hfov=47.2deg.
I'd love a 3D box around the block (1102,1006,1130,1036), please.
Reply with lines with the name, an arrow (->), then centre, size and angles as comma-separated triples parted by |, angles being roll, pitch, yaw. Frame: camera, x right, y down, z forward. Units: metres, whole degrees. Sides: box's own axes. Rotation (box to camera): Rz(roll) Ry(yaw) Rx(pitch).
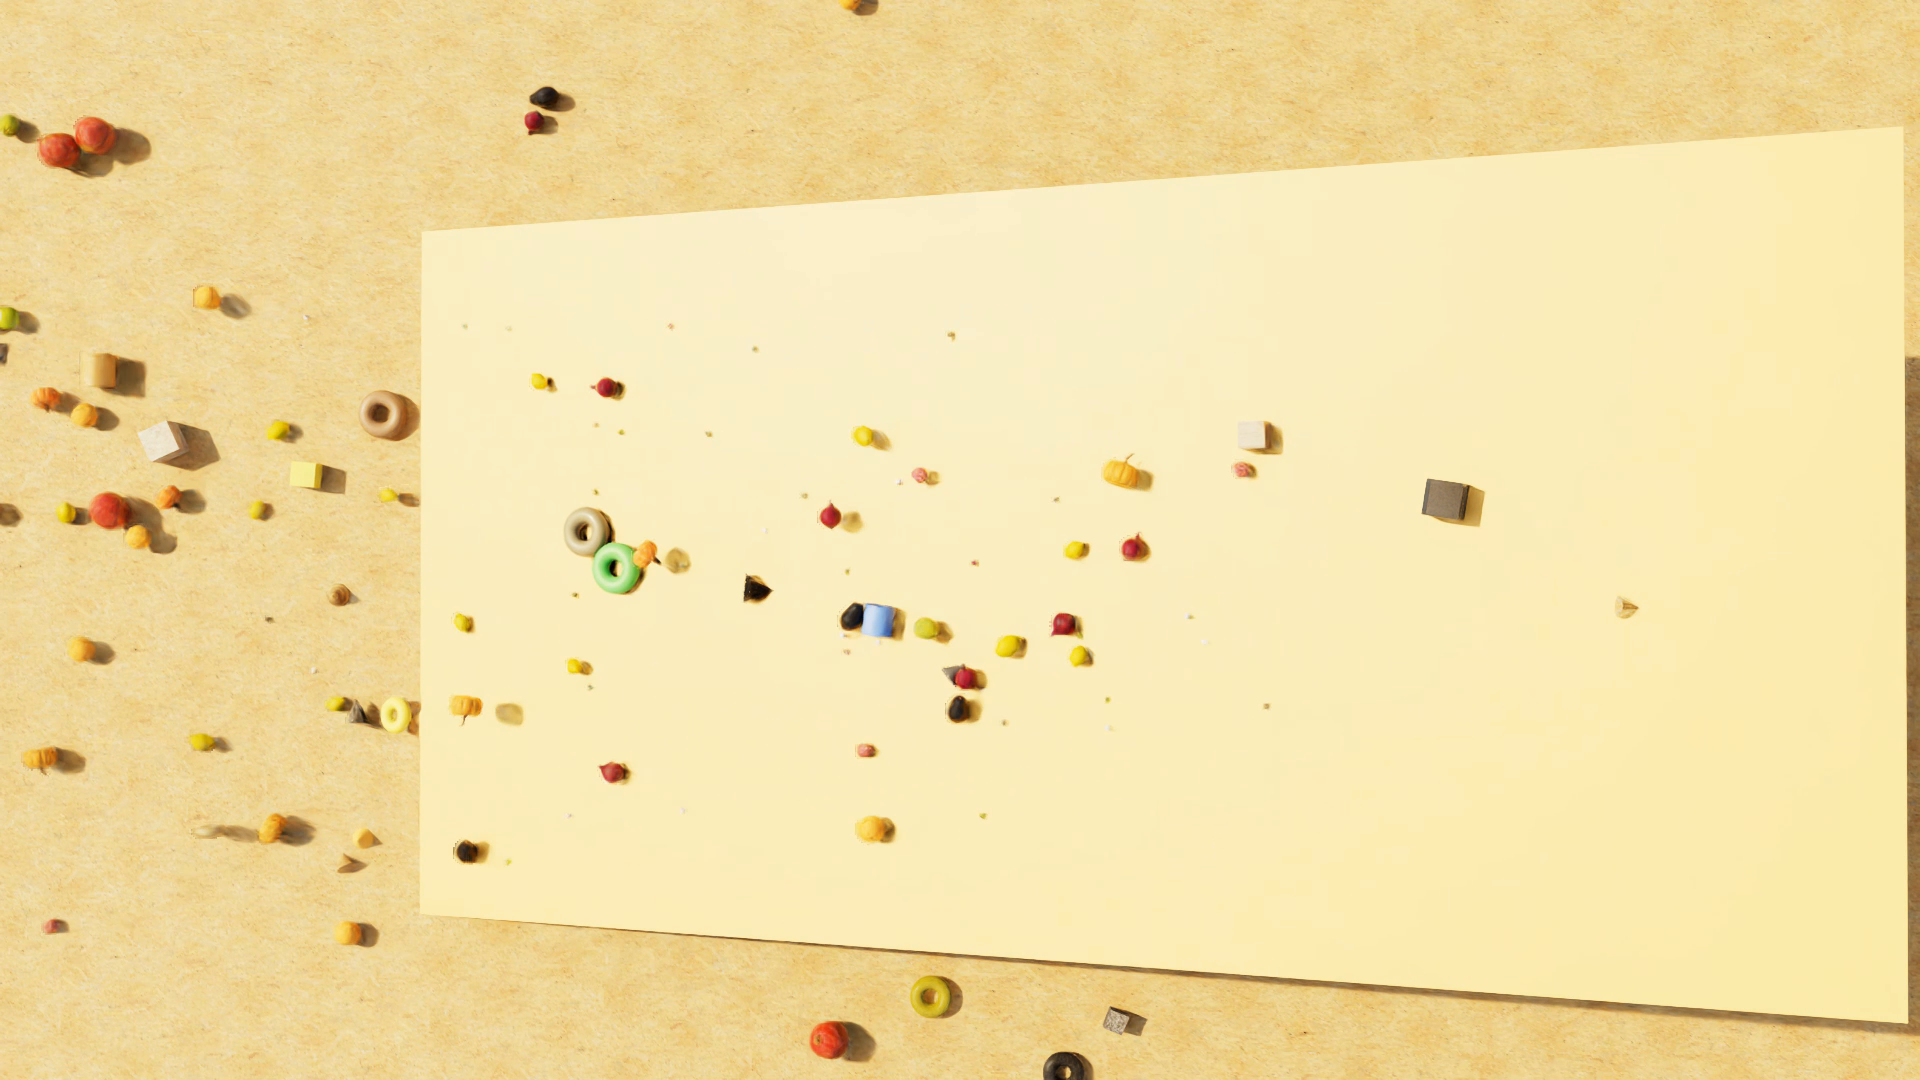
block -> 0.460, 1.420, 6.495 | 0.058, 0.058, 0.058 | 22, 89, 0

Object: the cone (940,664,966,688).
cone -> -0.007, 0.343, 5.771 | 0.062, 0.062, 0.062 | -37, 89, -9

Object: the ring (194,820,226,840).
ring -> -2.203, 0.854, 6.464 | 0.090, 0.090, 0.030 | -23, 62, 0

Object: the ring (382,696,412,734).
ring -> -1.660, 0.515, 6.473 | 0.110, 0.037, 0.110 | -2, 86, 33

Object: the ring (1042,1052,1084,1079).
ring -> 0.306, 1.574, 6.502 | 0.125, 0.042, 0.125 | 0, 90, 1

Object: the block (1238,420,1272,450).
block -> 0.730, -0.259, 5.449 | 0.067, 0.067, 0.067 | -2, 89, 23

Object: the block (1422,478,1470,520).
block -> 1.160, -0.097, 5.256 | 0.087, 0.087, 0.087 | 10, 93, 23

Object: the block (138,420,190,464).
block -> -2.353, -0.290, 6.499 | 0.093, 0.093, 0.093 | -25, 89, 0

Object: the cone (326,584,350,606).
cone -> -1.848, 0.164, 6.505 | 0.070, 0.070, 0.070 | 0, 89, 0

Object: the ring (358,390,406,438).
ring -> -1.713, -0.373, 6.523 | 0.144, 0.048, 0.144 | 0, 91, 0

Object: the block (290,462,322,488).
block -> -1.935, -0.193, 6.509 | 0.071, 0.071, 0.071 | 5, 89, 0

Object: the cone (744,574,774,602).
cone -> -0.546, 0.135, 5.995 | 0.082, 0.082, 0.082 | 6, 89, -4

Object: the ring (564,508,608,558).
ring -> -1.056, -0.022, 6.204 | 0.143, 0.048, 0.143 | -1, 88, 23

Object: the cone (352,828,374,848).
cone -> -1.773, 0.886, 6.500 | 0.063, 0.063, 0.063 | 0, 89, 0

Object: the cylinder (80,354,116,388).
cylinder -> -2.545, -0.500, 6.497 | 0.098, 0.098, 0.098 | 2, 91, 0

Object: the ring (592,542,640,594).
ring -> -0.965, 0.080, 6.165 | 0.147, 0.049, 0.147 | 0, 90, 22

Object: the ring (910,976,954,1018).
ring -> -0.084, 1.351, 6.504 | 0.128, 0.043, 0.128 | 0, 89, 1

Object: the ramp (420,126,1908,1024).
ramp -> 0.283, 0.085, 5.722 | 4.000, 0.100, 2.000 | 0, 89, 23

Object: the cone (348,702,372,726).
cone -> -1.780, 0.505, 6.498 | 0.070, 0.070, 0.070 | -17, 69, 0

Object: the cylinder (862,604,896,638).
cylinder -> -0.217, 0.214, 5.832 | 0.080, 0.080, 0.080 | 9, 93, 0
